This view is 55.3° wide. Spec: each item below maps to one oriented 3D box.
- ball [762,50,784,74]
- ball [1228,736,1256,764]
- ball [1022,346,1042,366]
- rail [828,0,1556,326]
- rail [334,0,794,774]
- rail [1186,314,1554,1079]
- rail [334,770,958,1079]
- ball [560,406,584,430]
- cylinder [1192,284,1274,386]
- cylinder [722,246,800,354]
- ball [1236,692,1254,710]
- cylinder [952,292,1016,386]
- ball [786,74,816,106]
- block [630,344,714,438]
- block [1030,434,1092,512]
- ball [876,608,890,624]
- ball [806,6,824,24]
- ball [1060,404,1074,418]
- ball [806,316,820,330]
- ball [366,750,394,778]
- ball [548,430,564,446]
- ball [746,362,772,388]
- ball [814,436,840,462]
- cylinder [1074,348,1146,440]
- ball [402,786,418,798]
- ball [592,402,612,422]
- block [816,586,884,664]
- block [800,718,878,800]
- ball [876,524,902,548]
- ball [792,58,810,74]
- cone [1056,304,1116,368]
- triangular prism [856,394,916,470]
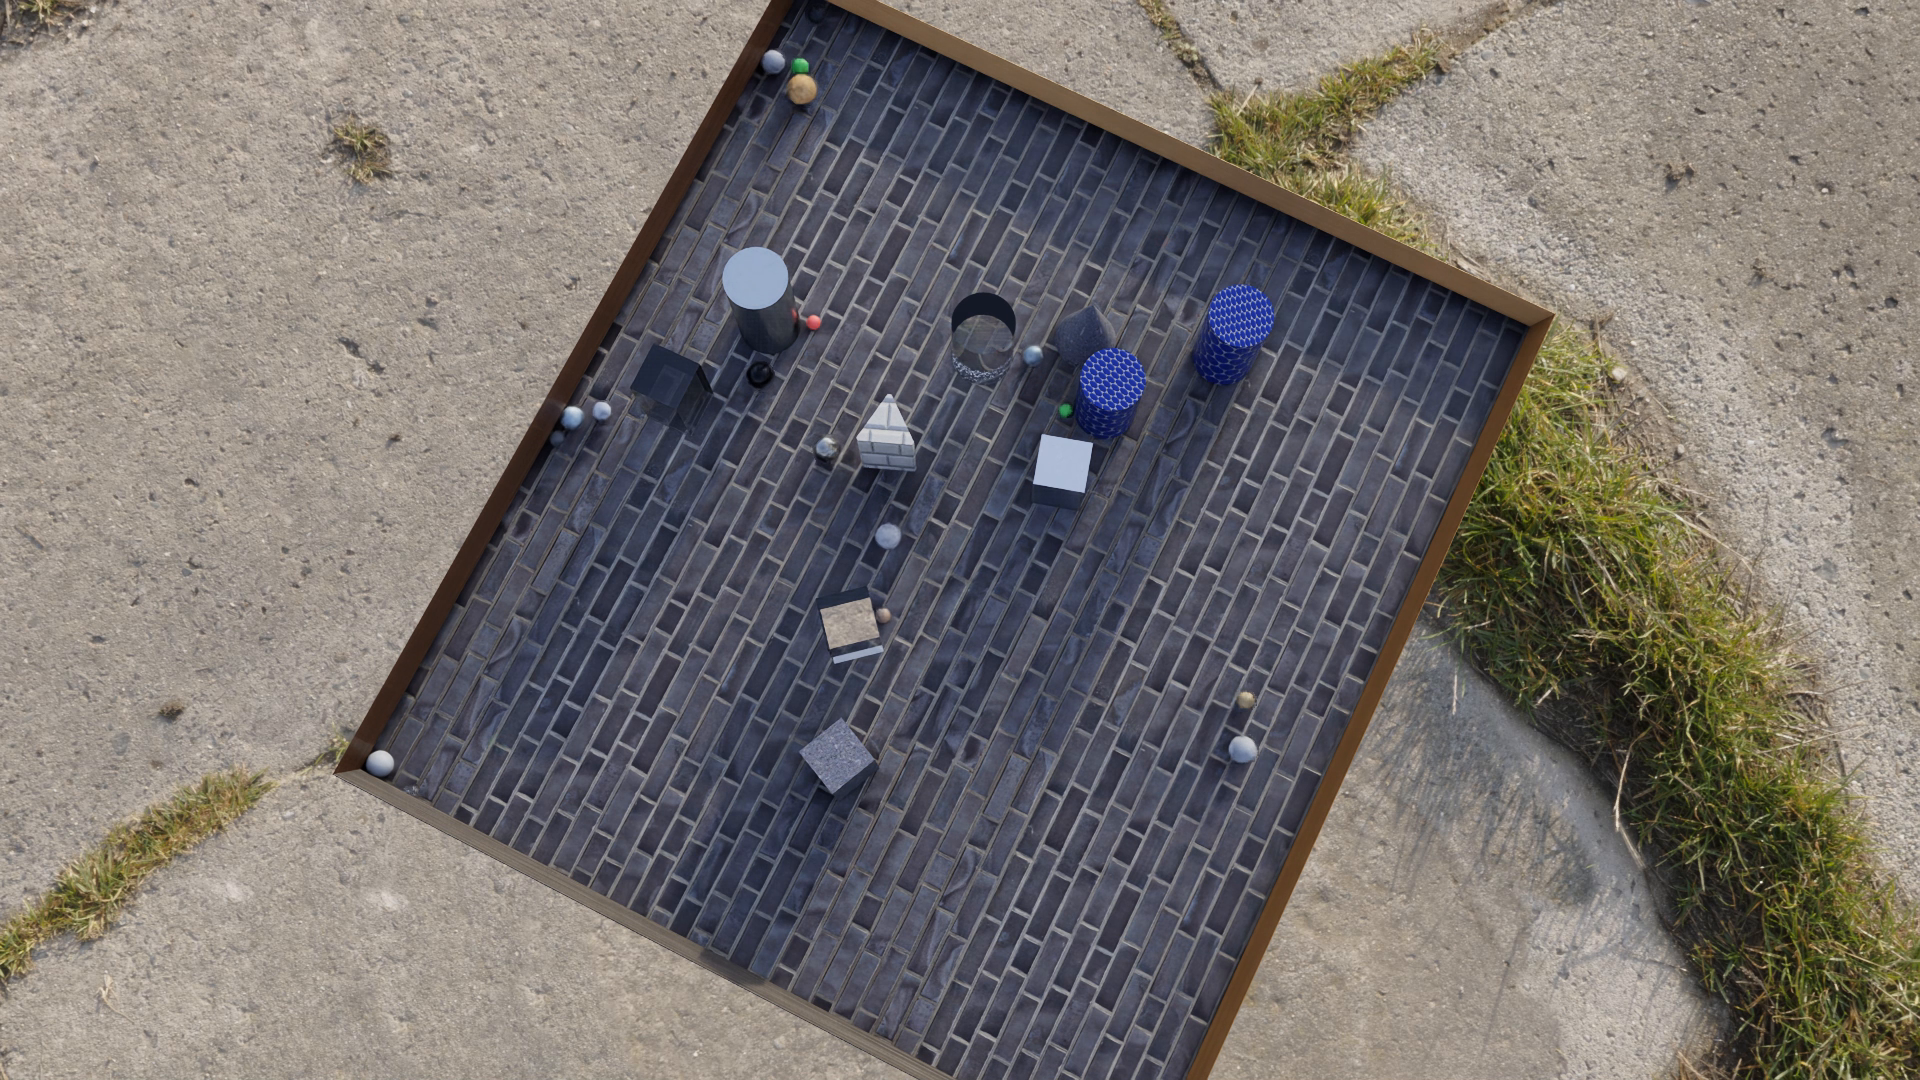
[{"bbox_3d":[-0.602,-1.536,5.896,0.076,0.076,0.076,0,78,0],"label":"ball"},{"bbox_3d":[0.839,0.622,5.446,0.082,0.082,0.082,0,78,0],"label":"ball"},{"bbox_3d":[0.227,-0.572,5.703,0.062,0.062,0.062,0,78,0],"label":"ball"},{"bbox_3d":[0.638,-1.243,5.809,2.647,0.125,0.045,26,80,5],"label":"rail"},{"bbox_3d":[-1.163,-0.563,5.668,0.045,0.125,2.900,26,80,5],"label":"rail"},{"bbox_3d":[1.163,0.576,5.433,0.045,0.125,2.900,26,80,5],"label":"rail"},{"bbox_3d":[-0.638,1.256,5.292,2.647,0.125,0.045,26,80,5],"label":"rail"},{"bbox_3d":[-1.198,-0.376,5.657,0.073,0.073,0.073,0,78,0],"label":"ball"},{"bbox_3d":[0.823,-0.616,5.545,0.192,0.389,0.192,0,78,0],"label":"cylinder"},{"bbox_3d":[-0.596,-0.719,5.546,0.192,0.430,0.192,0,78,0],"label":"cylinder"},{"bbox_3d":[0.854,0.481,5.490,0.054,0.054,0.054,0,78,0],"label":"ball"},{"bbox_3d":[0.070,-0.608,5.577,0.192,0.325,0.192,0,78,0],"label":"cylinder"},{"bbox_3d":[-0.508,-1.441,5.866,0.096,0.096,0.096,0,78,0],"label":"ball"},{"bbox_3d":[-0.867,-0.449,5.545,0.153,0.322,0.153,25,79,5],"label":"block"},{"bbox_3d":[0.305,-0.201,5.532,0.153,0.247,0.153,10,78,2],"label":"block"},{"bbox_3d":[-0.233,0.228,5.545,0.047,0.047,0.047,0,78,0],"label":"ball"},{"bbox_3d":[-0.468,-1.701,5.940,0.056,0.056,0.056,0,78,0],"label":"ball"},{"bbox_3d":[0.331,-0.402,5.677,0.044,0.044,0.044,0,78,0],"label":"ball"},{"bbox_3d":[-0.459,-0.681,5.734,0.045,0.045,0.045,0,78,0],"label":"ball"},{"bbox_3d":[-1.721,0.665,5.438,0.081,0.081,0.081,0,78,0],"label":"ball"},{"bbox_3d":[-1.244,-0.313,5.657,0.048,0.048,0.048,0,78,0],"label":"ball"},{"bbox_3d":[-0.622,-0.510,5.682,0.078,0.078,0.078,0,78,0],"label":"ball"},{"bbox_3d":[-0.410,-0.281,5.633,0.081,0.081,0.081,0,78,0],"label":"ball"},{"bbox_3d":[0.450,-0.439,5.541,0.192,0.327,0.192,0,78,0],"label":"cylinder"},{"bbox_3d":[-1.631,0.752,5.438,0.046,0.046,0.046,0,78,0],"label":"ball"},{"bbox_3d":[-1.109,-0.397,5.668,0.060,0.060,0.060,0,78,0],"label":"ball"},{"bbox_3d":[-0.324,0.253,5.412,0.153,0.297,0.153,-14,79,-3],"label":"block"},{"bbox_3d":[-0.348,0.640,5.329,0.153,0.304,0.153,-39,81,-7],"label":"block"},{"bbox_3d":[-0.218,-0.012,5.579,0.079,0.079,0.079,0,78,0],"label":"ball"},{"bbox_3d":[-0.513,-1.525,5.903,0.056,0.056,0.056,0,78,0],"label":"ball"},{"bbox_3d":[0.394,-0.663,5.583,0.192,0.335,0.192,0,78,0],"label":"cone"},{"bbox_3d":[-0.213,-0.325,5.517,0.166,0.326,0.144,5,78,1],"label":"triangular prism"}]
